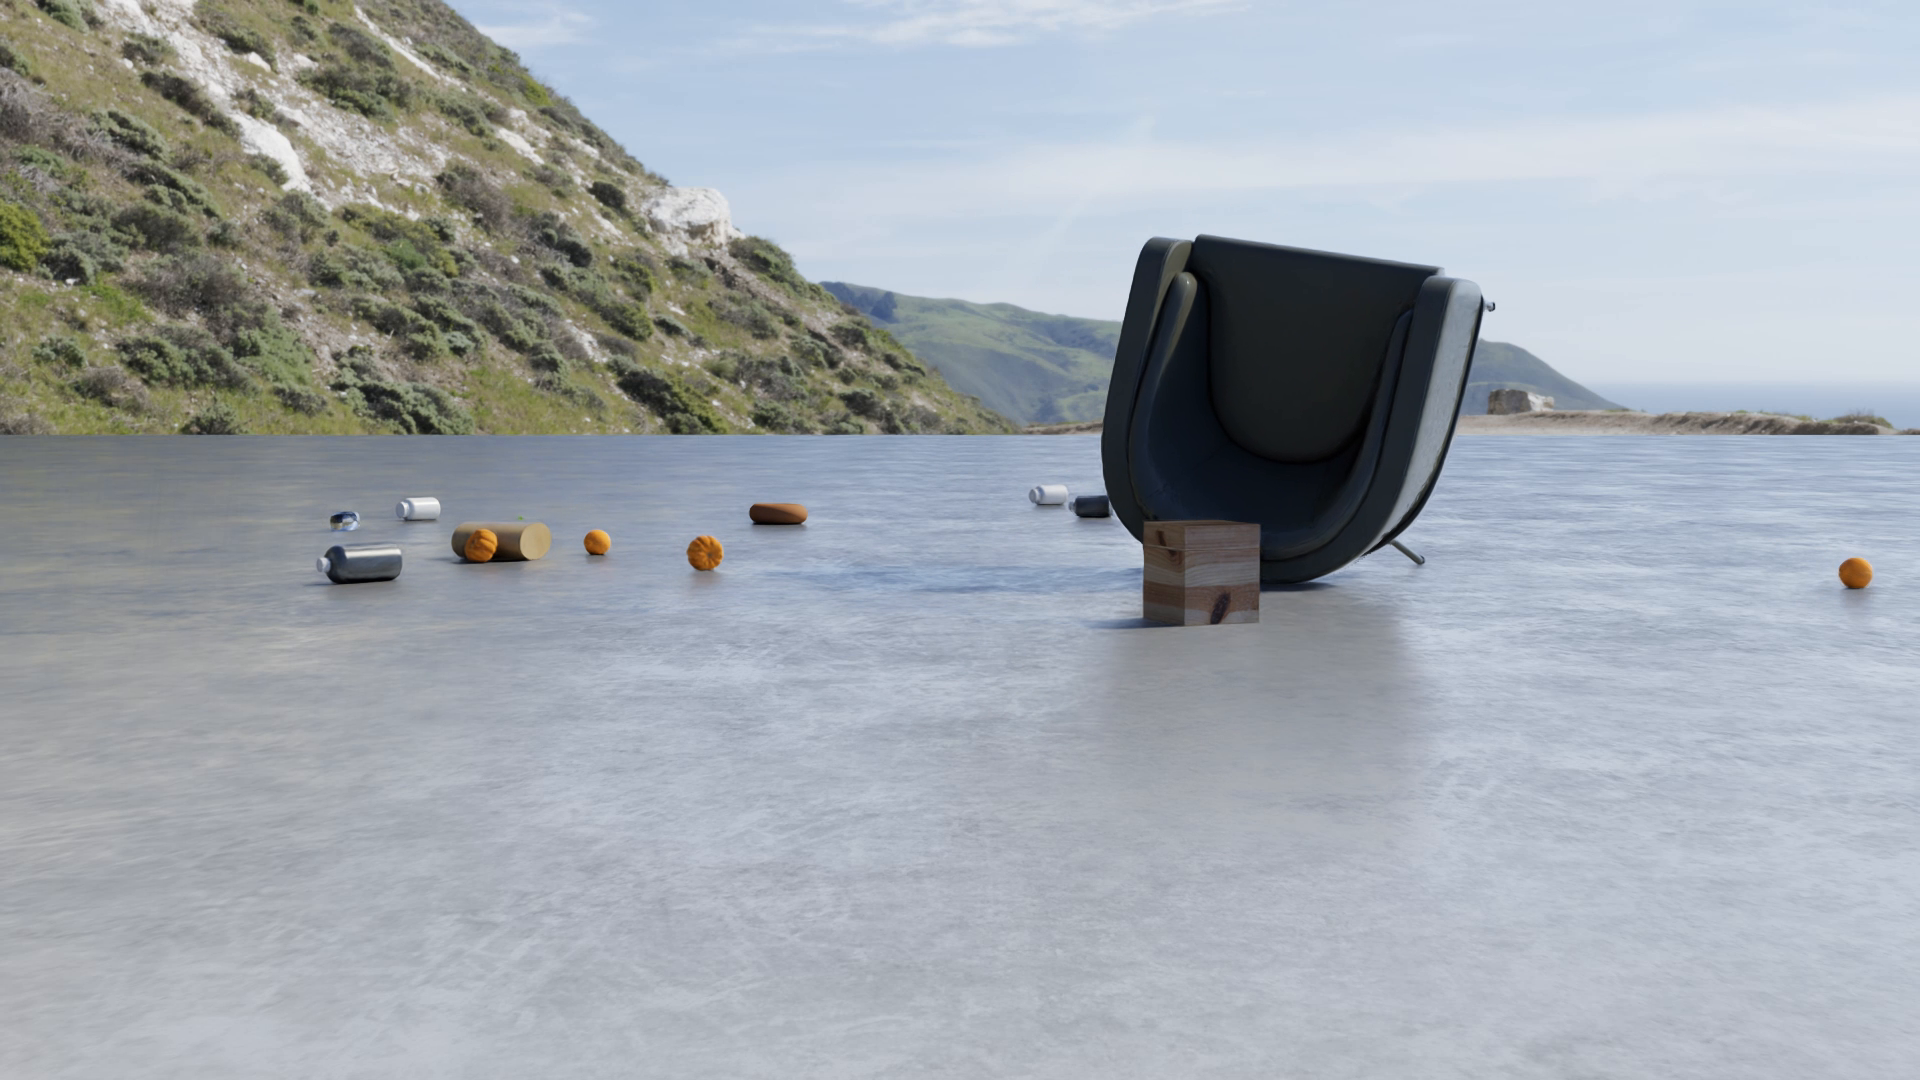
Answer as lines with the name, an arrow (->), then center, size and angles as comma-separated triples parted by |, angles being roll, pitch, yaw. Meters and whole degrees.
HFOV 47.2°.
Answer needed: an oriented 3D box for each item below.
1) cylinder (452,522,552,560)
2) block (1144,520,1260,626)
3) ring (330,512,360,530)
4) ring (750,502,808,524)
cylinder -> -1.212, 0.001, 5.818 | 0.201, 0.098, 0.170 | 1, 6, 18
block -> 0.467, 0.062, 4.261 | 0.165, 0.190, 0.161 | -2, 4, -24
ring -> -1.960, -0.060, 7.010 | 0.090, 0.057, 0.138 | -1, 5, 2
ring -> -0.610, -0.089, 7.378 | 0.172, 0.065, 0.259 | -1, 3, -35
